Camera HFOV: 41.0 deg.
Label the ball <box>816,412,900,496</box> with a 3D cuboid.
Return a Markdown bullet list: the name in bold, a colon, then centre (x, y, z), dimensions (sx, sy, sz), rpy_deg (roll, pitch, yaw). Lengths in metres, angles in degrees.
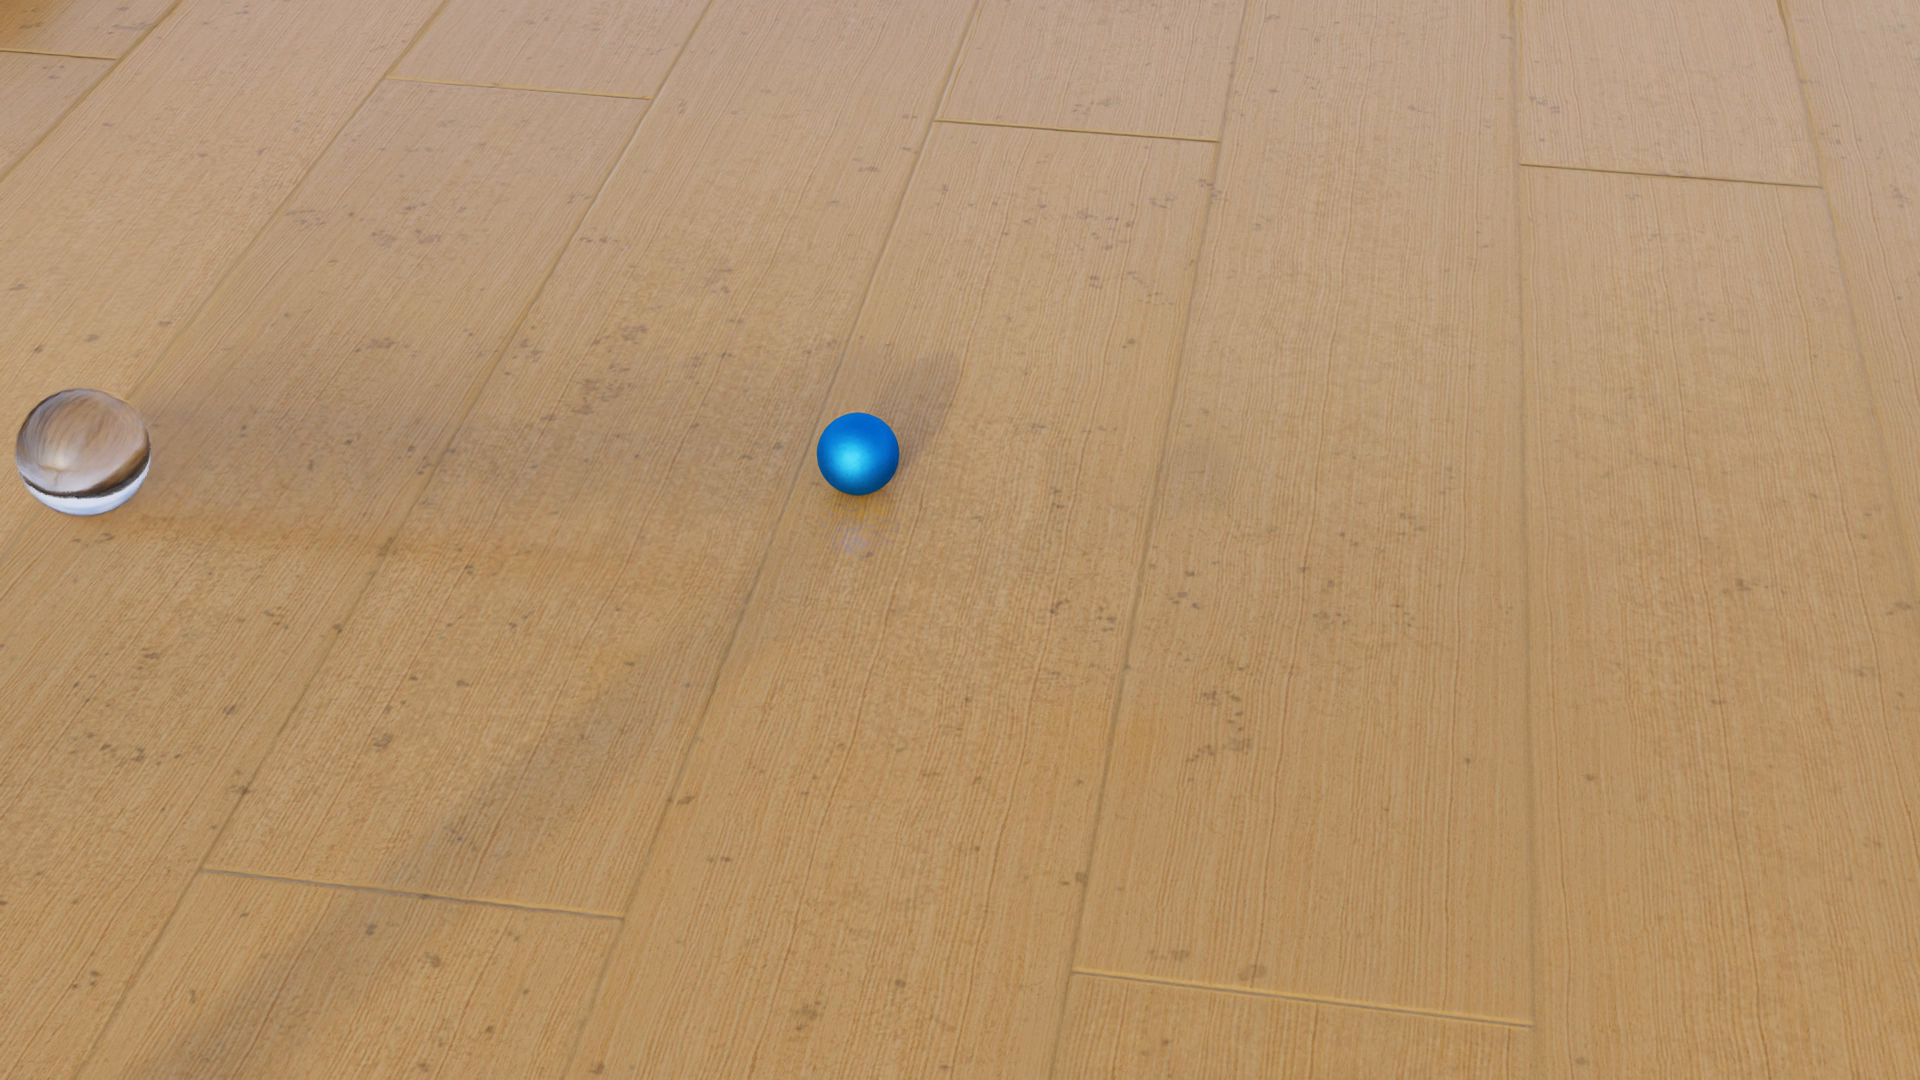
- **ball**: centre (-0.070, -0.059, 1.757), dimensions (0.057, 0.057, 0.057), rpy_deg (0, 36, 0)

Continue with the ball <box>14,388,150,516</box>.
- **ball**: centre (-0.592, -0.059, 1.732), dimensions (0.087, 0.087, 0.087), rpy_deg (0, 36, 0)
